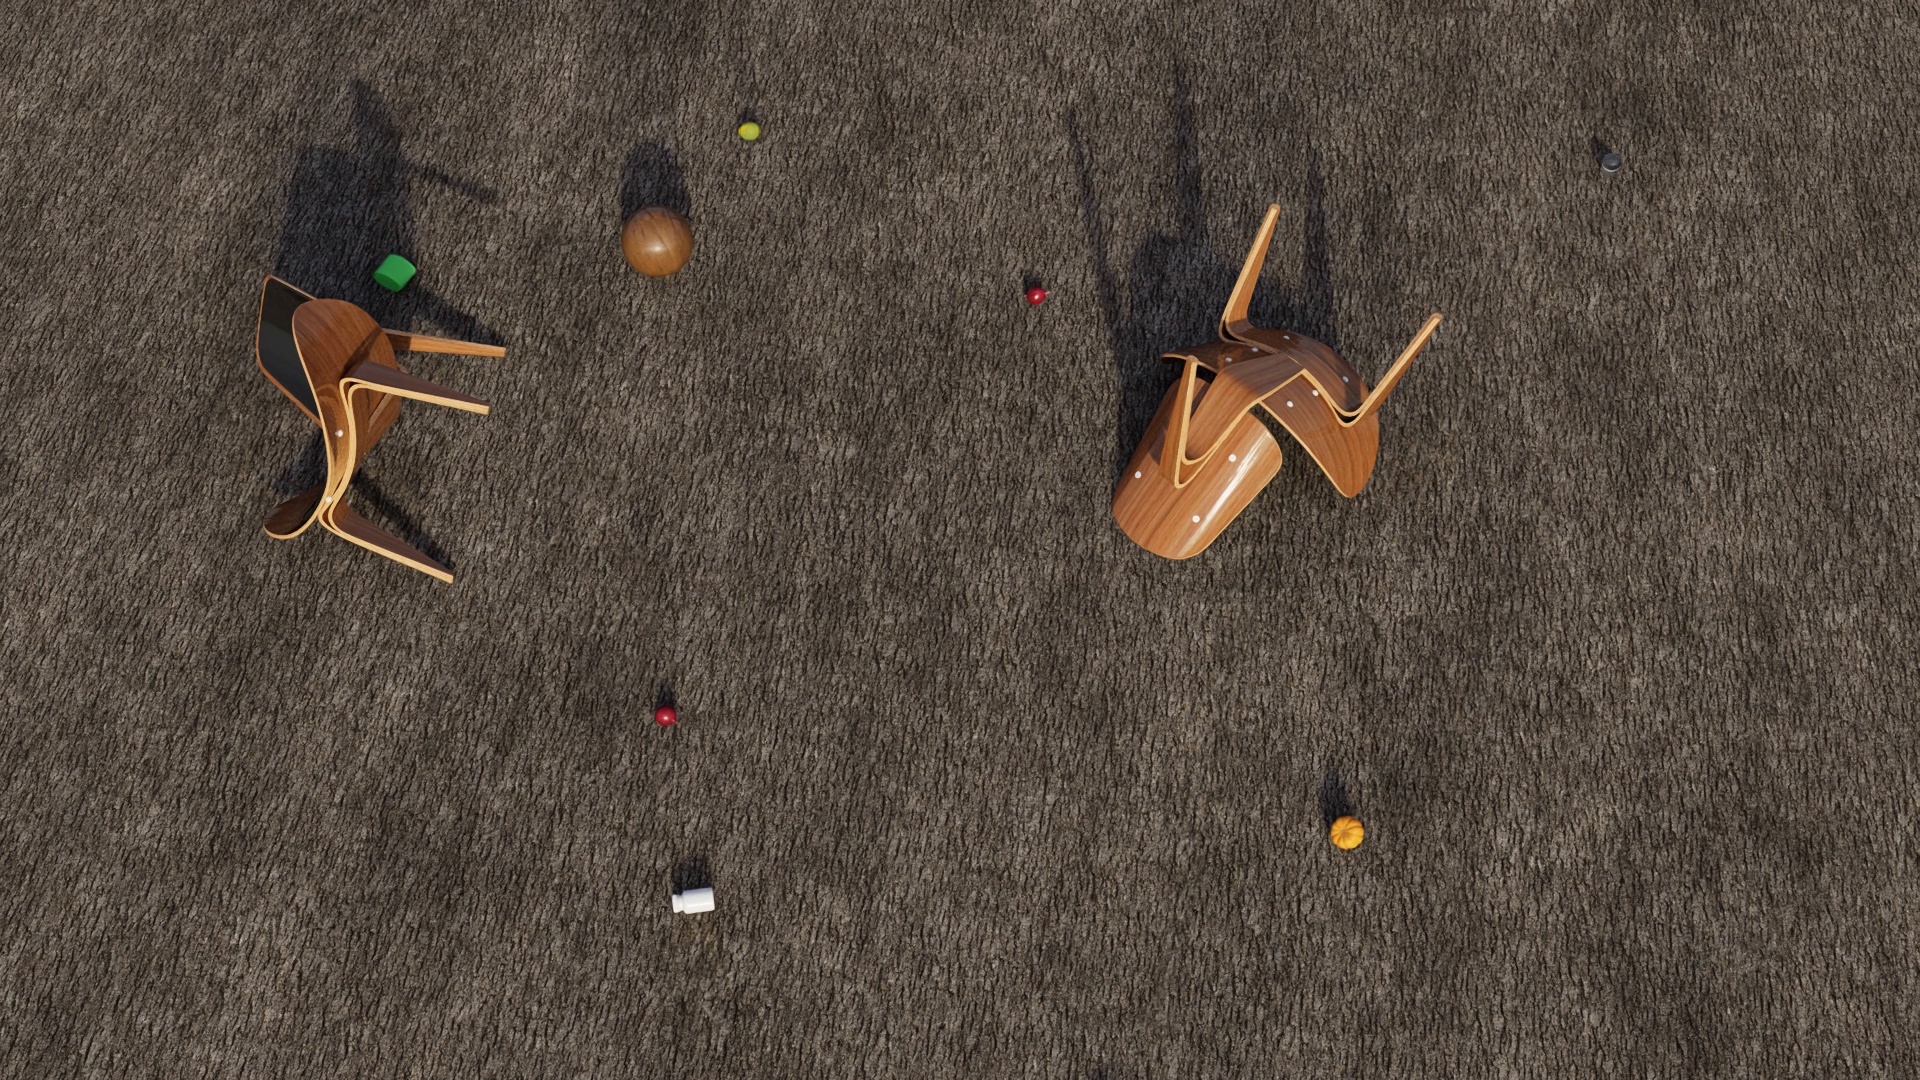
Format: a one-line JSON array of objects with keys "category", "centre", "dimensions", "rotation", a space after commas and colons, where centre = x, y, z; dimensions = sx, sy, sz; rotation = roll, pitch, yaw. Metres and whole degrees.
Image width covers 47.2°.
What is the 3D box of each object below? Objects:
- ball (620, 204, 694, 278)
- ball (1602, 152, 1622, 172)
[{"category": "ball", "centre": [-0.975, -0.963, 7.080], "dimensions": [0.232, 0.232, 0.232], "rotation": [0, 56, 0]}, {"category": "ball", "centre": [2.188, -1.268, 7.386], "dimensions": [0.064, 0.064, 0.064], "rotation": [0, 56, 0]}]
